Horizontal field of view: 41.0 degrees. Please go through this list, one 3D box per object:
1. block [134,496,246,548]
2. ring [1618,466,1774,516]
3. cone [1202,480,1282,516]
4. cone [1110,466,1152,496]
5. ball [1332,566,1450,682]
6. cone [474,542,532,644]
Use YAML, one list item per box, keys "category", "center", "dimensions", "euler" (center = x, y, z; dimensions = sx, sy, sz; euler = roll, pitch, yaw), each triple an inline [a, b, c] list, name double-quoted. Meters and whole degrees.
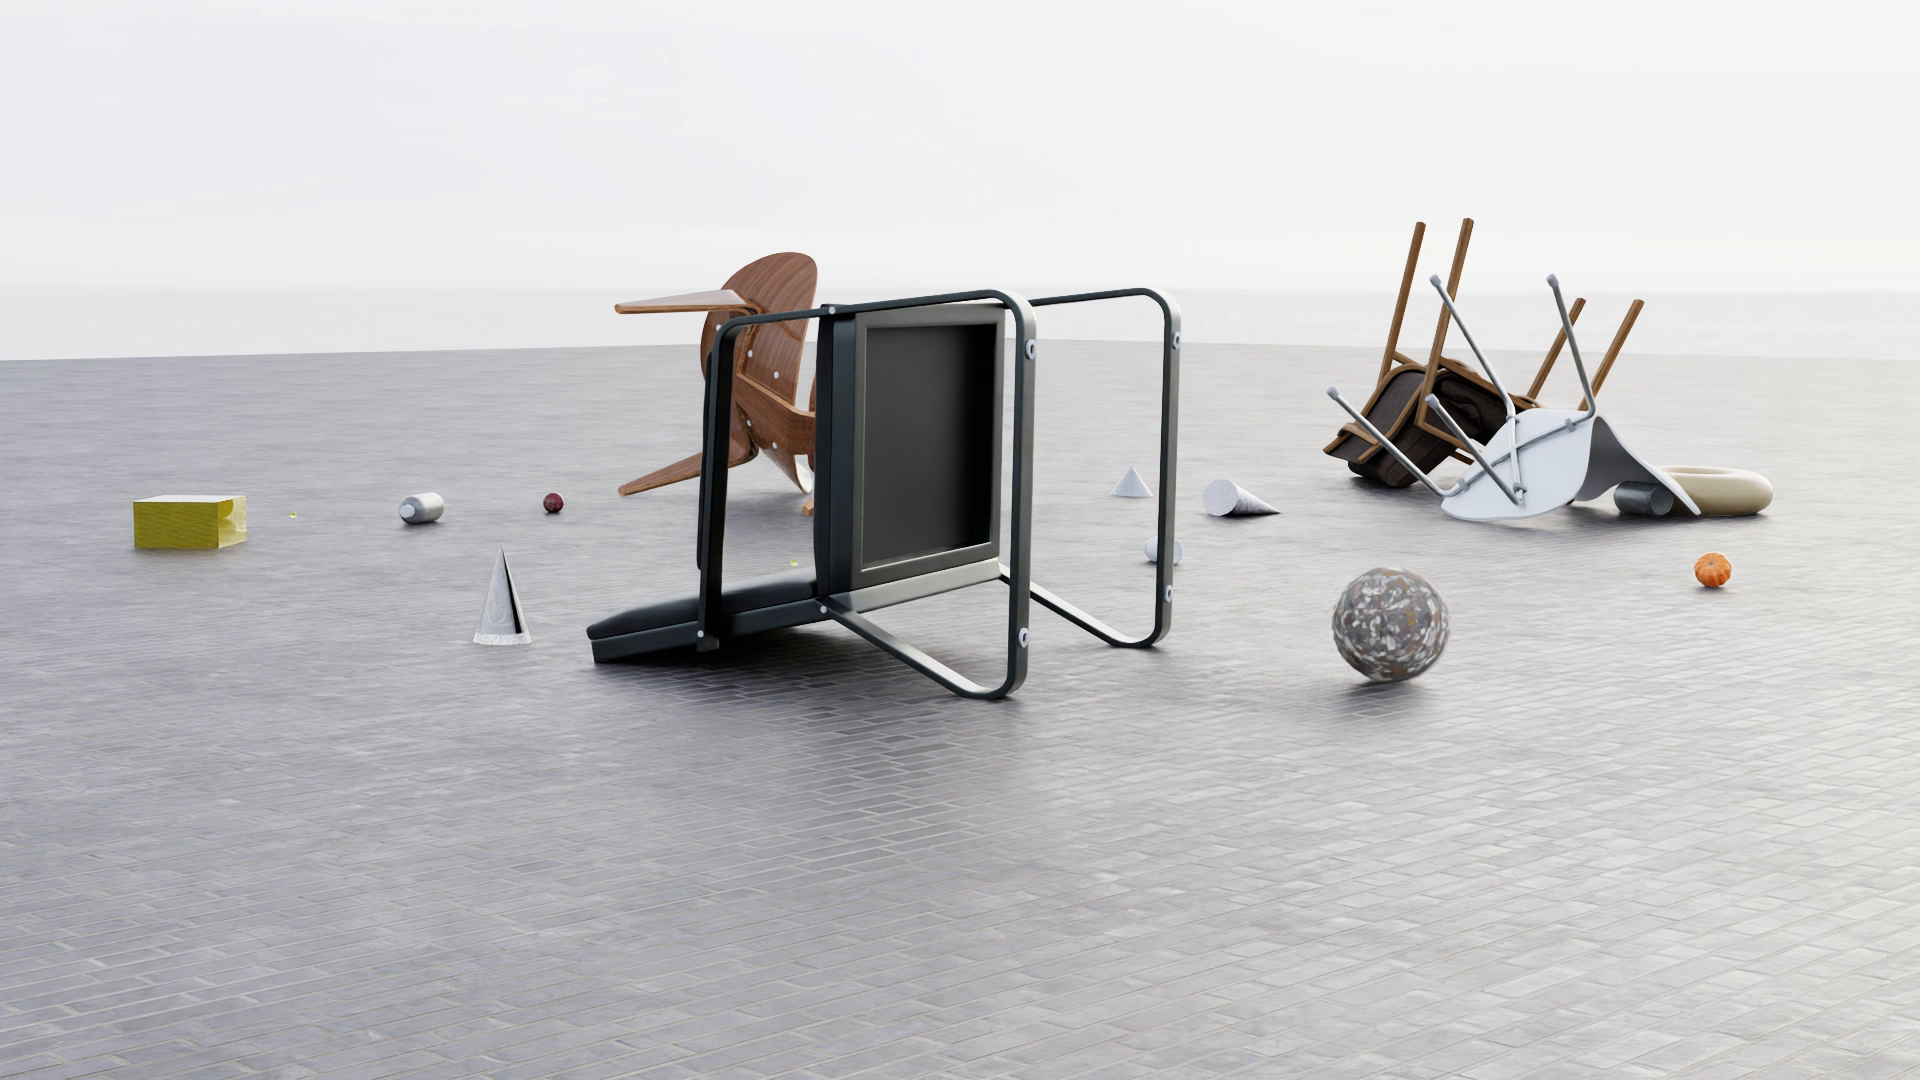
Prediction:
- category: "block"
  center: [-1.892, -0.046, 6.310]
  dimensions: [0.212, 0.112, 0.181]
  euler: [1, 6, 6]
- category: "ring"
  center: [2.068, -0.140, 7.220]
  dimensions: [0.361, 0.115, 0.451]
  euler: [-5, 9, -37]
- category: "cone"
  center: [0.806, -0.096, 7.103]
  dimensions: [0.197, 0.103, 0.239]
  euler: [14, 0, -18]
- category: "cone"
  center: [0.518, -0.181, 7.746]
  dimensions: [0.104, 0.087, 0.177]
  euler: [-3, 7, -28]
- category: "ball"
  center: [0.700, 0.137, 4.171]
  dimensions: [0.188, 0.188, 0.188]
  euler: [0, 6, 0]
- category: "cone"
  center: [-0.827, 0.092, 4.630]
  dimensions: [0.111, 0.182, 0.094]
  euler: [3, 7, 28]
